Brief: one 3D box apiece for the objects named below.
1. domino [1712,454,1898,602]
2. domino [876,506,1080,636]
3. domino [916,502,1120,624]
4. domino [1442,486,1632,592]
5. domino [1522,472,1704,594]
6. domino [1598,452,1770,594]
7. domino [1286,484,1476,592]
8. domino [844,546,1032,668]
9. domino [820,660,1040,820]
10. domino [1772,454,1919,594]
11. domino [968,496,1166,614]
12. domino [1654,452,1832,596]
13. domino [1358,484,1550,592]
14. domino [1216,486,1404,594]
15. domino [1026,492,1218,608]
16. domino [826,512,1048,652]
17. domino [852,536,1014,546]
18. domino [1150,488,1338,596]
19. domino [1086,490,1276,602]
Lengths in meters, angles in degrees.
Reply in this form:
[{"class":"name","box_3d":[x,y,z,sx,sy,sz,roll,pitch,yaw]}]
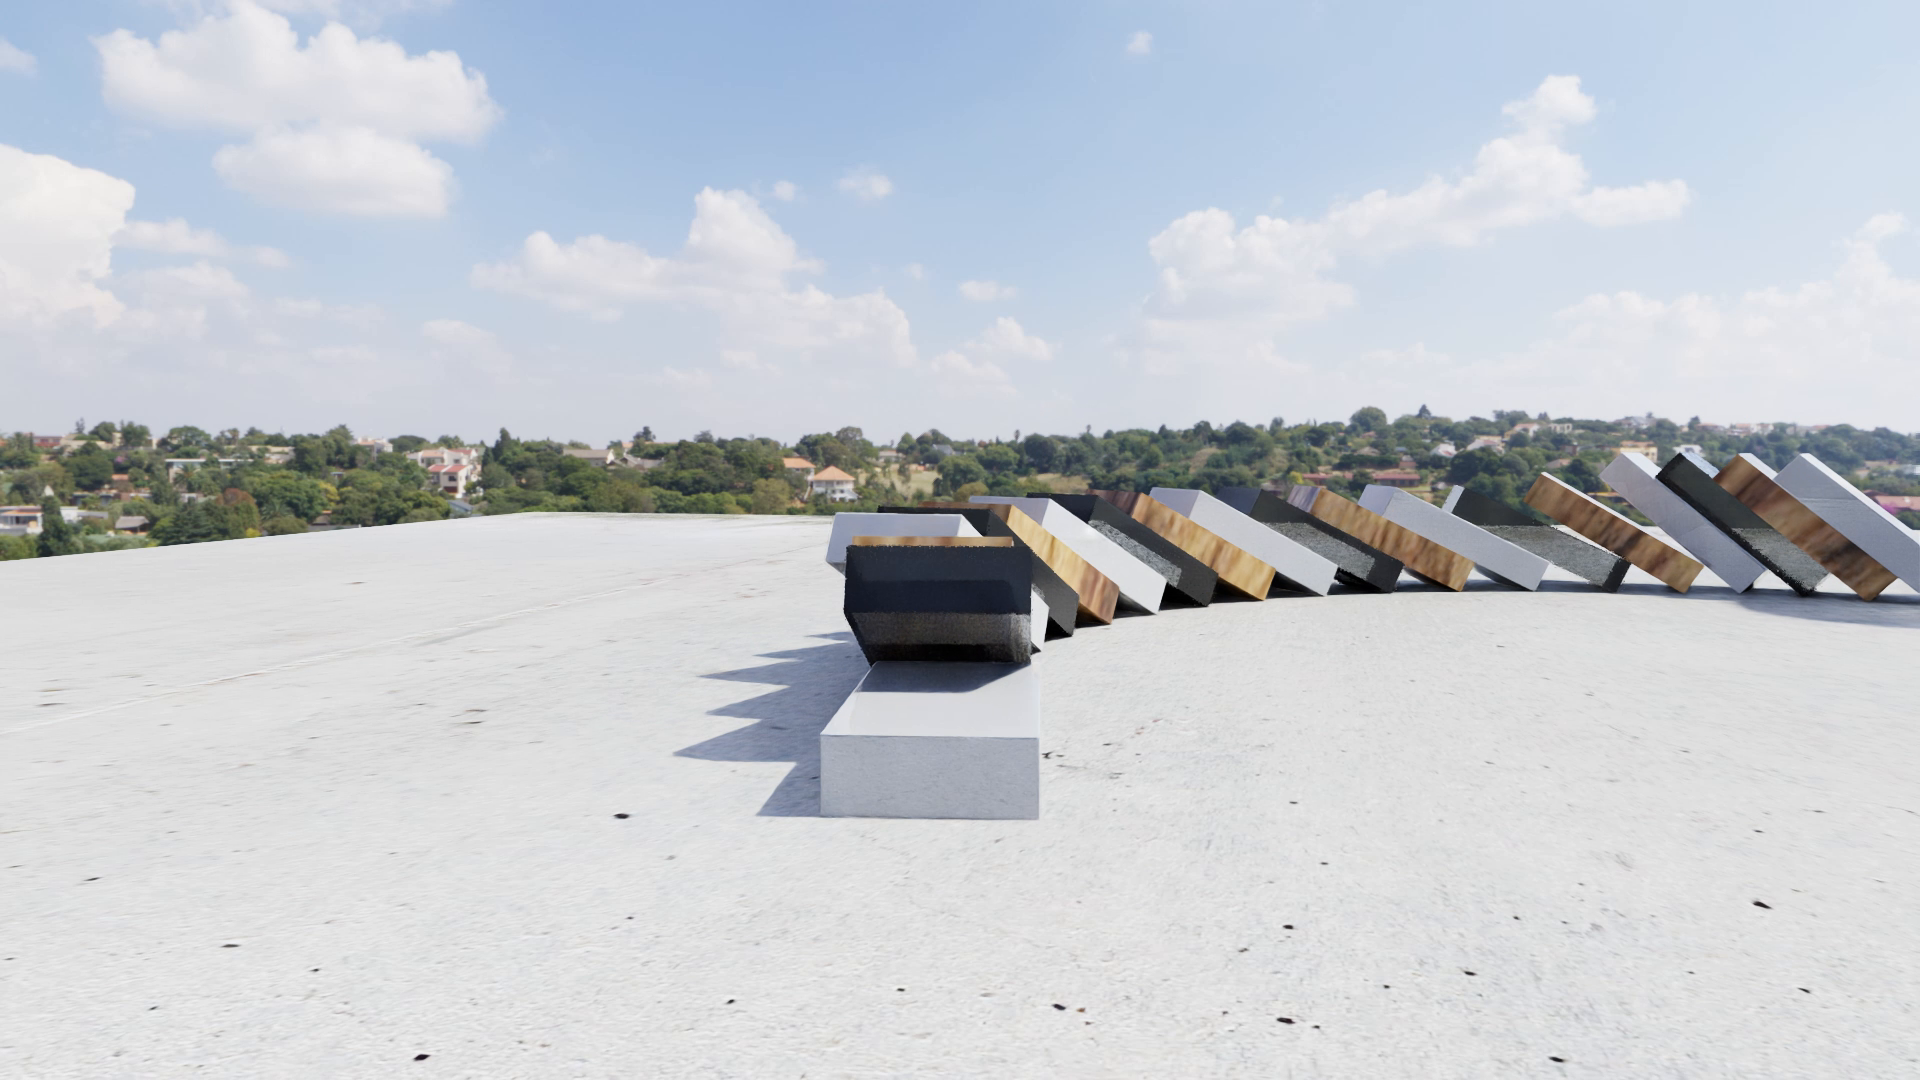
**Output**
[{"class":"domino","box_3d":[0.239,-0.004,0.362,0.025,0.009,0.050,-5,47,-51]},{"class":"domino","box_3d":[0.004,0.007,0.270,0.025,0.009,0.050,2,-21,27]},{"class":"domino","box_3d":[0.013,0.006,0.292,0.025,0.009,0.050,3,-20,37]},{"class":"domino","box_3d":[0.171,-0.001,0.383,0.050,0.009,0.025,27,10,11]},{"class":"domino","box_3d":[0.194,-0.003,0.383,0.050,0.009,0.025,35,18,20]},{"class":"domino","box_3d":[0.215,-0.006,0.379,0.025,0.009,0.050,-4,46,-50]},{"class":"domino","box_3d":[0.123,-0.001,0.379,0.050,0.009,0.025,25,3,-4]},{"class":"domino","box_3d":[-0.002,0.013,0.195,0.025,0.009,0.050,0,-19,3]},{"class":"domino","box_3d":[-0.002,0.025,0.170,0.025,0.009,0.050,0,4,4]},{"class":"domino","box_3d":[0.250,-0.004,0.352,0.025,0.009,0.050,-5,47,-51]},{"class":"domino","box_3d":[0.026,0.004,0.313,0.025,0.009,0.050,4,-20,45]},{"class":"domino","box_3d":[0.229,-0.005,0.373,0.025,0.010,0.050,-4,46,-50]},{"class":"domino","box_3d":[0.145,-0.001,0.381,0.050,0.010,0.025,26,3,-3]},{"class":"domino","box_3d":[0.099,0.000,0.370,0.050,0.009,0.025,25,-2,-15]},{"class":"domino","box_3d":[0.041,0.003,0.330,0.050,0.009,0.025,29,-15,-37]},{"class":"domino","box_3d":[-0.003,0.009,0.248,0.025,0.010,0.050,2,-21,24]},{"class":"domino","box_3d":[-0.002,0.012,0.221,0.025,0.009,0.050,1,-19,7]},{"class":"domino","box_3d":[0.078,0.000,0.360,0.050,0.010,0.025,26,-6,-21]},{"class":"domino","box_3d":[0.058,0.001,0.348,0.050,0.009,0.025,27,-9,-27]}]
